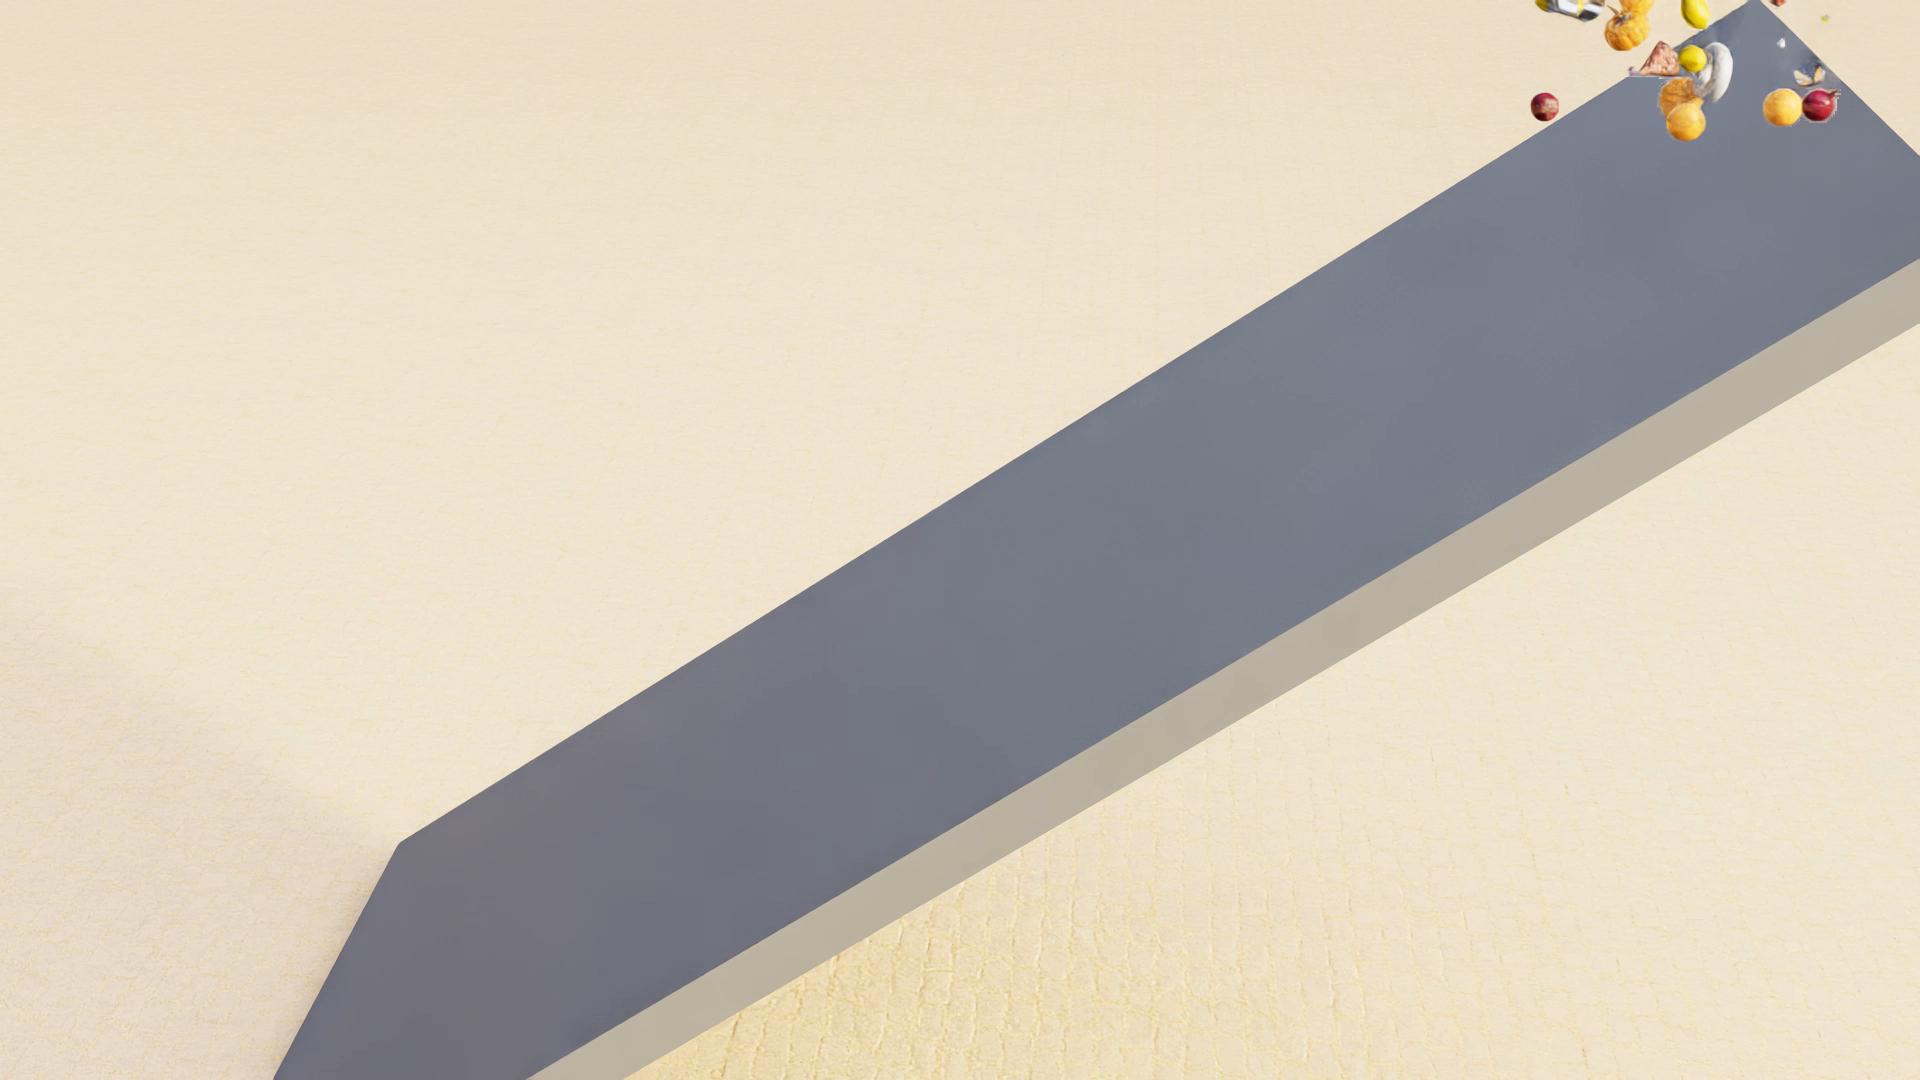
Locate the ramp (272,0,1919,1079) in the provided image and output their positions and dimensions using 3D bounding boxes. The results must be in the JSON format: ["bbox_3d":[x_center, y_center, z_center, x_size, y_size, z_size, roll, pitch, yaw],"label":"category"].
[{"bbox_3d":[0.137,0.172,6.302,4.000,0.100,2.000,-32,16,15],"label":"ramp"}]

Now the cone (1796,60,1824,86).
[{"bbox_3d":[1.600,-0.867,5.525,0.052,0.052,0.052,2,28,6],"label":"cone"}]

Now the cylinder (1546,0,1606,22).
[{"bbox_3d":[1.184,-1.045,5.655,0.081,0.081,0.081,-16,32,-35],"label":"cylinder"}]

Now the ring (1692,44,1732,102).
[{"bbox_3d":[1.510,-0.938,5.905,0.040,0.121,0.121,19,19,-9],"label":"ring"}]

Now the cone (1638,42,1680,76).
[{"bbox_3d":[1.386,-0.947,5.888,0.076,0.076,0.076,-29,29,-14],"label":"cone"}]
